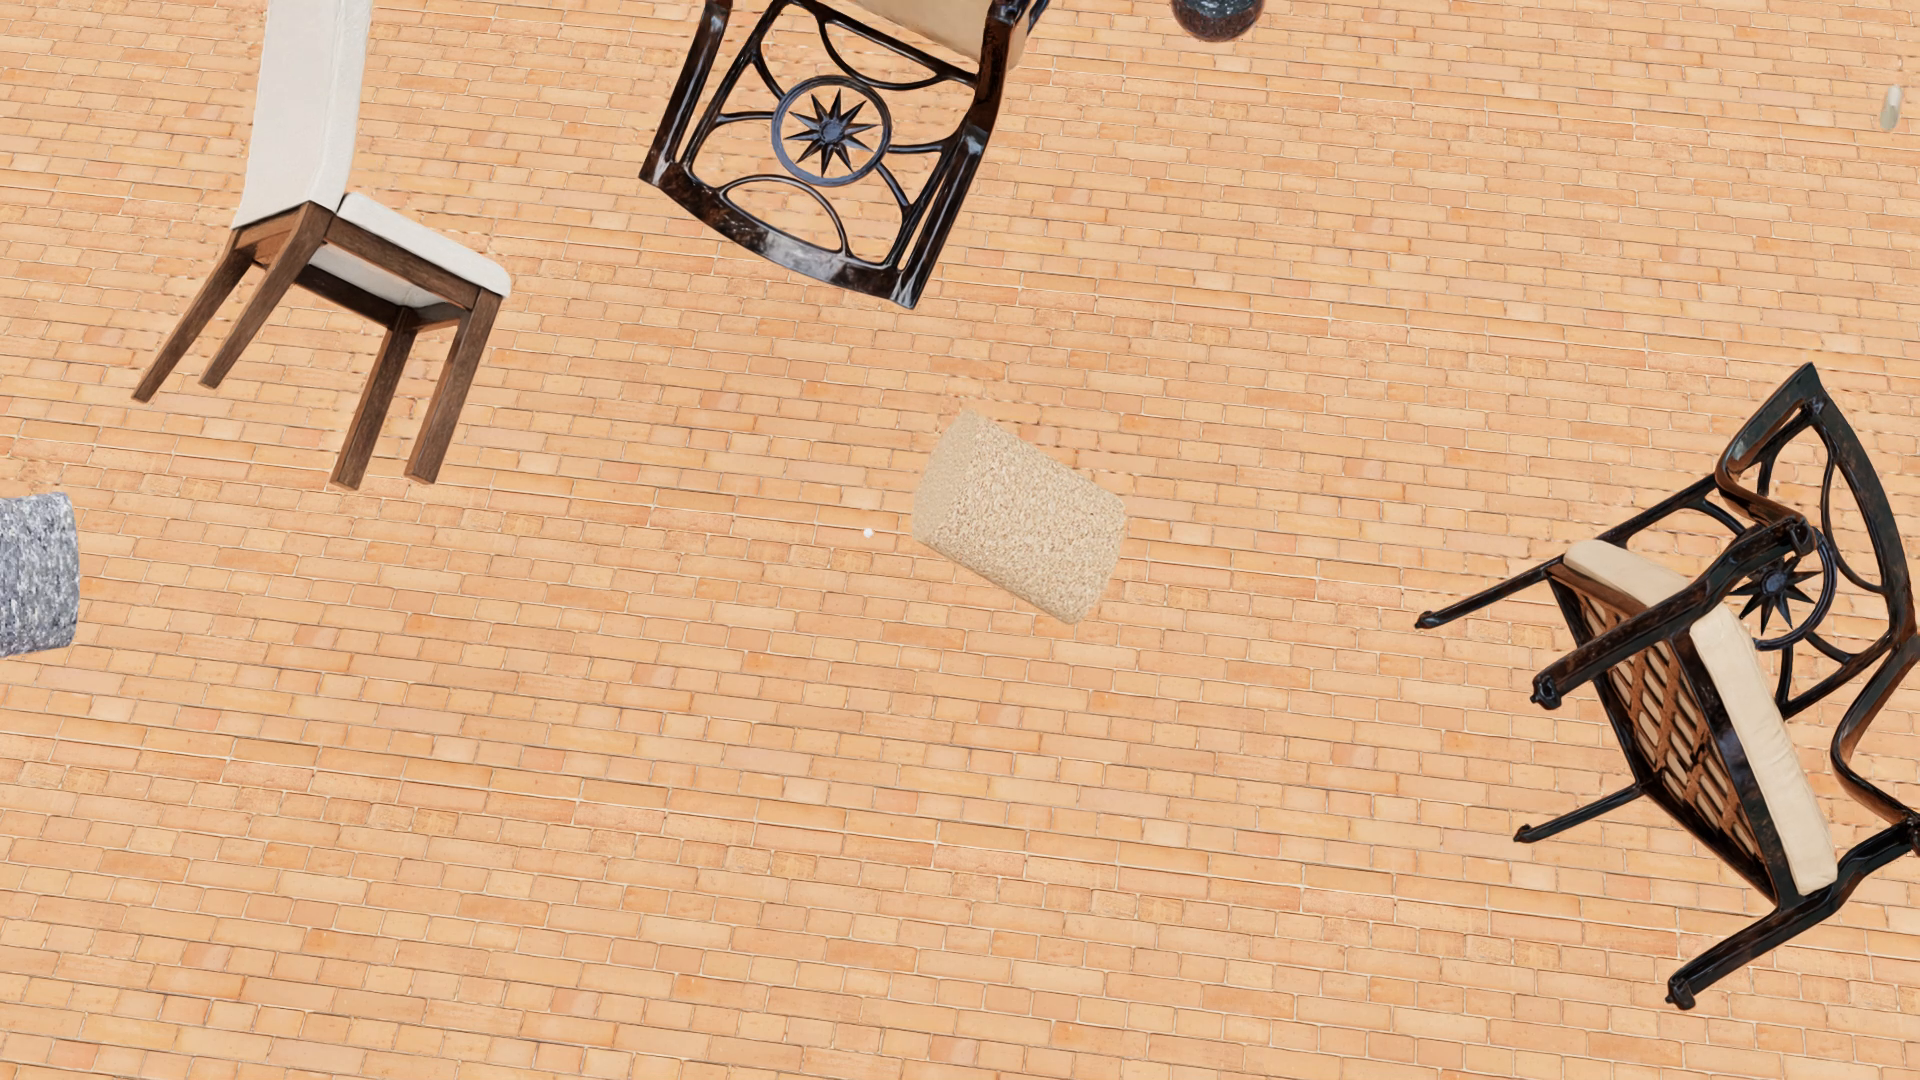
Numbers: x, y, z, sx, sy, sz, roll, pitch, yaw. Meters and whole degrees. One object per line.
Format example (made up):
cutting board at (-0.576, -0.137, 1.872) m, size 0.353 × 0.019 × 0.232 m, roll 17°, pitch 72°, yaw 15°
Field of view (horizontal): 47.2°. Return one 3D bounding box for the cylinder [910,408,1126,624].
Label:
cylinder at (0.096, -0.035, 3.526) m, size 0.312 × 0.141 × 0.235 m, roll 29°, pitch 68°, yaw -27°

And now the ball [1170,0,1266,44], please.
ball at (0.303, -0.641, 2.580) m, size 0.115 × 0.115 × 0.115 m, roll 0°, pitch 56°, yaw 0°

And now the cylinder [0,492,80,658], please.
cylinder at (-1.836, 0.079, 4.126) m, size 0.314 × 0.319 × 0.133 m, roll -11°, pitch 27°, yaw -43°
